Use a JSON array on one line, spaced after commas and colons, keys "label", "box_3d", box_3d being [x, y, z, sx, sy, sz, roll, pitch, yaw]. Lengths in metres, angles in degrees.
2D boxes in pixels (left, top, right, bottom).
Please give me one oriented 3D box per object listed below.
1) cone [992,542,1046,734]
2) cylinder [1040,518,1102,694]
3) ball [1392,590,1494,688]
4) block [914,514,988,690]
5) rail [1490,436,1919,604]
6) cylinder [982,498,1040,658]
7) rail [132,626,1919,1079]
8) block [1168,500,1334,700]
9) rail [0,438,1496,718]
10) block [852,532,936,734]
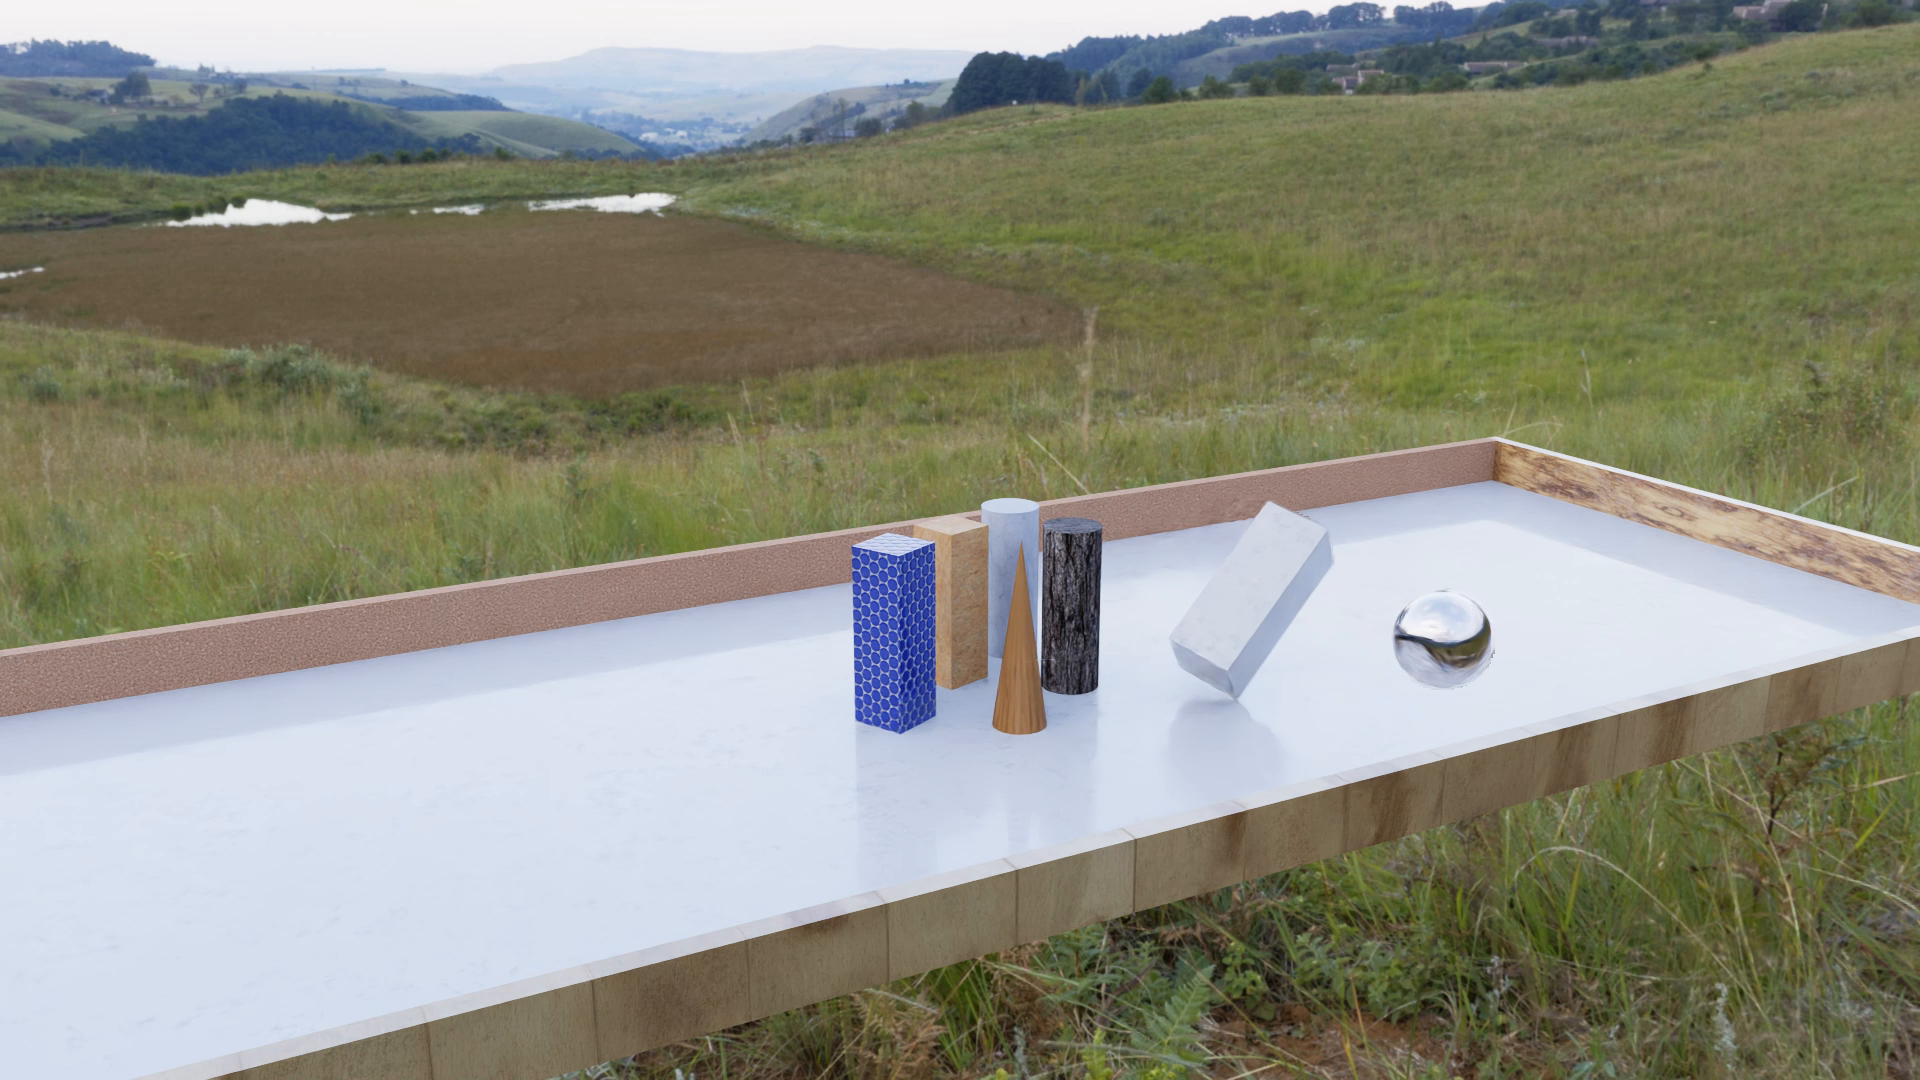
[{"label": "cone", "box_3d": [0.140, 0.214, 3.817, 0.129, 0.456, 0.129, 0, 16, 0]}, {"label": "cylinder", "box_3d": [0.274, 0.162, 4.069, 0.144, 0.413, 0.144, 0, 16, 0]}, {"label": "ball", "box_3d": [1.094, 0.225, 3.741, 0.222, 0.222, 0.222, 0, 16, 0]}, {"label": "block", "box_3d": [-0.021, 0.154, 4.120, 0.131, 0.400, 0.131, 16, 22, 43]}, {"label": "rail", "box_3d": [2.466, -0.048, 5.253, 0.050, 0.150, 2.100, -9, 18, -27]}, {"label": "cylinder", "box_3d": [0.130, 0.100, 4.315, 0.150, 0.394, 0.150, 0, 16, 0]}, {"label": "rail", "box_3d": [-2.336, 1.006, 1.665, 12.000, 0.150, 0.050, -9, 18, -27]}, {"label": "block", "box_3d": [0.718, 0.147, 4.052, 0.170, 0.170, 0.437, 30, 73, 30]}, {"label": "rail", "box_3d": [-3.305, 0.497, 3.399, 12.000, 0.150, 0.050, -9, 18, -27]}, {"label": "block", "box_3d": [-0.153, 0.216, 3.854, 0.137, 0.431, 0.137, 11, 20, 34]}]
